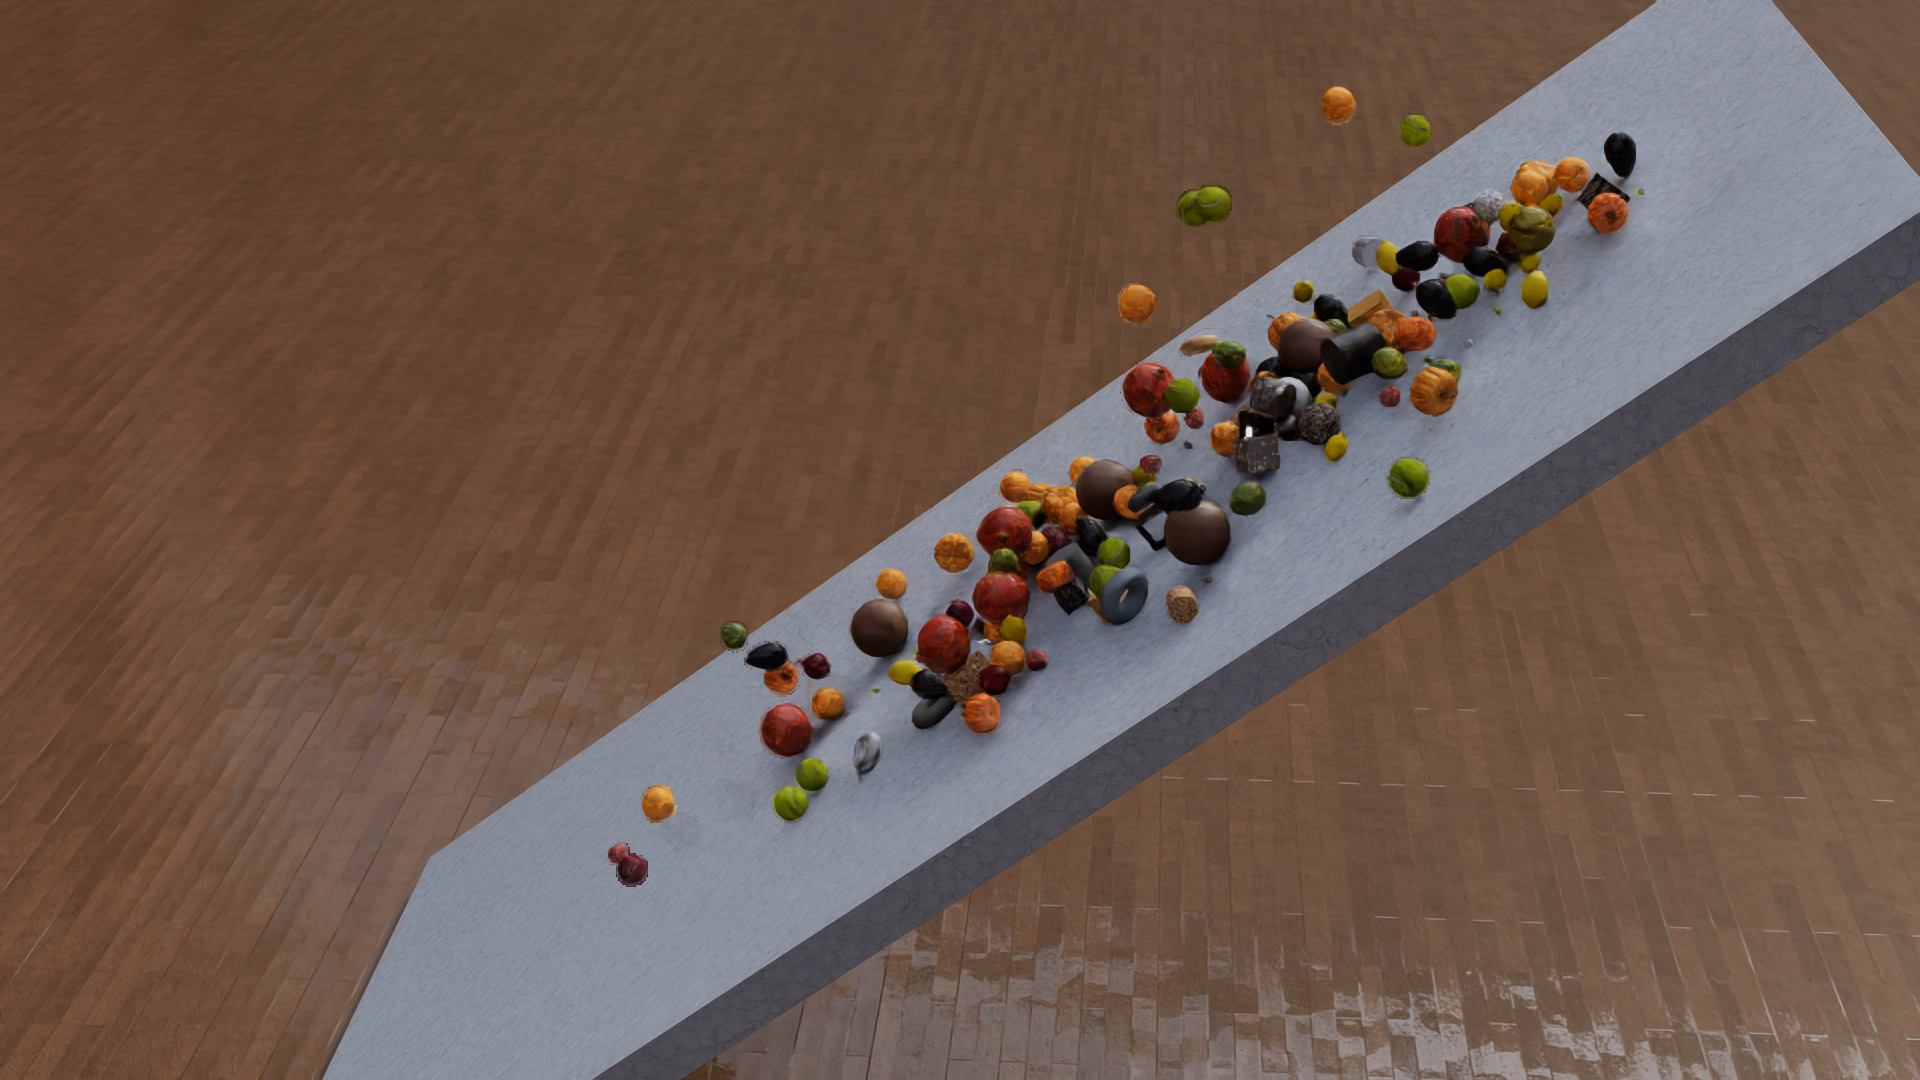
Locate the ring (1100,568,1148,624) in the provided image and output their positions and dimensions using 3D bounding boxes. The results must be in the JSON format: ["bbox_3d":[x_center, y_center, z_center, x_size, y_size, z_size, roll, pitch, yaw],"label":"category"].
[{"bbox_3d":[0.316,0.108,5.669,0.118,0.118,0.039,-19,36,-38],"label":"ring"}]

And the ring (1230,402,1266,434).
[{"bbox_3d":[0.608,-0.262,6.210,0.093,0.031,0.093,-37,17,13],"label":"ring"}]

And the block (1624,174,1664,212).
[{"bbox_3d":[1.335,-0.678,5.745,0.064,0.064,0.064,0,21,4],"label":"block"}]

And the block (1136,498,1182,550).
[{"bbox_3d":[0.405,-0.031,5.968,0.064,0.064,0.064,-34,16,22],"label":"block"}]

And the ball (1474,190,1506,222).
[{"bbox_3d":[1.071,-0.675,5.947,0.066,0.066,0.066,0,23,0],"label":"ball"}]

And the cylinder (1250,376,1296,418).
[{"bbox_3d":[0.631,-0.288,5.928,0.069,0.069,0.069,16,28,31],"label":"cylinder"}]

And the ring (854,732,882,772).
[{"bbox_3d":[-0.191,0.436,6.051,0.029,0.086,0.086,19,13,-28],"label":"ring"}]

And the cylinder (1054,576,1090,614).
[{"bbox_3d":[0.229,0.112,5.992,0.055,0.055,0.055,-36,19,13],"label":"cylinder"}]

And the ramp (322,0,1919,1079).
[{"bbox_3d":[0.127,0.180,6.326,4.000,0.100,2.000,-35,16,17],"label":"ramp"}]

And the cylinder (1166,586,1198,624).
[{"bbox_3d":[0.417,0.122,5.533,0.055,0.055,0.055,-1,19,-1],"label":"cylinder"}]

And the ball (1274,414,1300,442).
[{"bbox_3d":[0.663,-0.227,5.943,0.055,0.055,0.055,0,23,0],"label":"ball"}]

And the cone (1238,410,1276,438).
[{"bbox_3d":[0.600,-0.203,6.043,0.096,0.096,0.096,20,-7,3],"label":"cone"}]

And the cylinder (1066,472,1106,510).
[{"bbox_3d":[0.278,-0.107,6.466,0.062,0.062,0.062,-36,-1,37],"label":"cylinder"}]

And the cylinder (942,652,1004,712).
[{"bbox_3d":[0.027,0.285,5.912,0.089,0.089,0.089,-37,23,8],"label":"cylinder"}]

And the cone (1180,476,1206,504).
[{"bbox_3d":[0.487,-0.105,6.001,0.057,0.057,0.057,-14,1,-29],"label":"cone"}]

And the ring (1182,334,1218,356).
[{"bbox_3d":[0.540,-0.439,6.626,0.088,0.029,0.088,-17,-7,-2],"label":"ring"}]

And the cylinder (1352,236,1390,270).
[{"bbox_3d":[0.908,-0.634,6.489,0.067,0.067,0.067,-4,11,-10],"label":"cylinder"}]

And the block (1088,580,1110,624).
[{"bbox_3d":[0.301,0.117,5.802,0.060,0.060,0.060,-27,20,38],"label":"block"}]

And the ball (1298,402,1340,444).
[{"bbox_3d":[0.707,-0.229,5.790,0.084,0.084,0.084,0,23,0],"label":"ball"}]

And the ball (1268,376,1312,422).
[{"bbox_3d":[0.669,-0.284,6.005,0.098,0.098,0.098,0,23,0],"label":"ball"}]

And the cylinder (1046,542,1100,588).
[{"bbox_3d":[0.233,0.062,6.071,0.081,0.081,0.081,-35,16,11],"label":"cylinder"}]

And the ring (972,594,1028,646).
[{"bbox_3d":[0.085,0.167,6.189,0.139,0.046,0.139,-37,14,11],"label":"ring"}]

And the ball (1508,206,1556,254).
[{"bbox_3d":[1.124,-0.611,5.784,0.094,0.094,0.094,0,23,0],"label":"ball"}]

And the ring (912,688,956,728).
[{"bbox_3d":[-0.054,0.345,6.031,0.107,0.036,0.107,-35,17,12],"label":"ring"}]

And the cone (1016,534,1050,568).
[{"bbox_3d":[0.141,0.012,6.313,0.076,0.076,0.076,19,-7,38],"label":"cone"}]

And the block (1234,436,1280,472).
[{"bbox_3d":[0.594,-0.172,5.878,0.065,0.065,0.065,-9,5,-18],"label":"block"}]

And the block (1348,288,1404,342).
[{"bbox_3d":[0.858,-0.453,6.078,0.080,0.080,0.080,-34,16,19],"label":"block"}]
